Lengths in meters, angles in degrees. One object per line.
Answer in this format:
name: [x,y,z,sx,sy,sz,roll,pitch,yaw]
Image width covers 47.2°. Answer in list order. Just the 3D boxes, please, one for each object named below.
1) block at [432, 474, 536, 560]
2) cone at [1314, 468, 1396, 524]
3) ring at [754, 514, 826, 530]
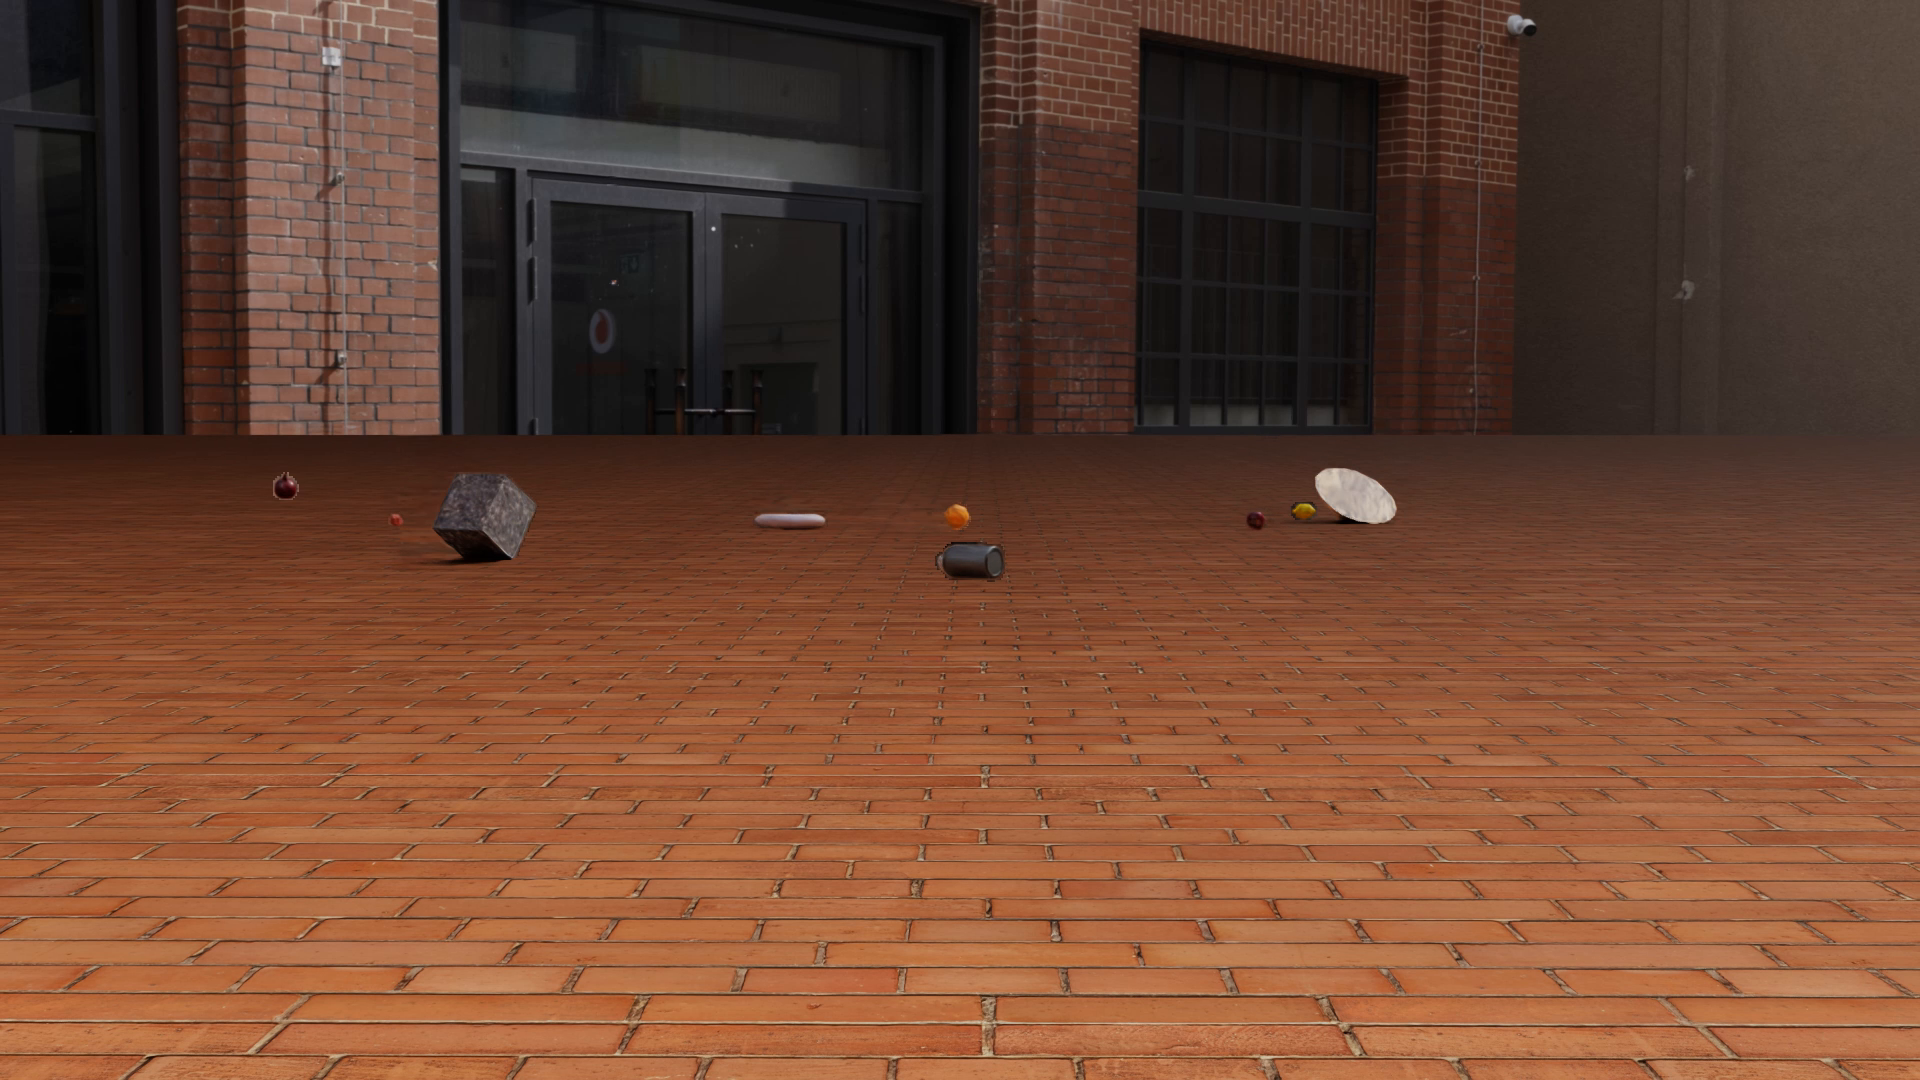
block: [-1.251,-0.061,5.787,0.167,0.170,0.151,2,-30,28]
cone: [1.317,-0.108,7.454,0.294,0.122,0.262,18,41,-5]
ring: [-0.550,-0.061,7.109,0.233,0.044,0.158,0,4,8]
